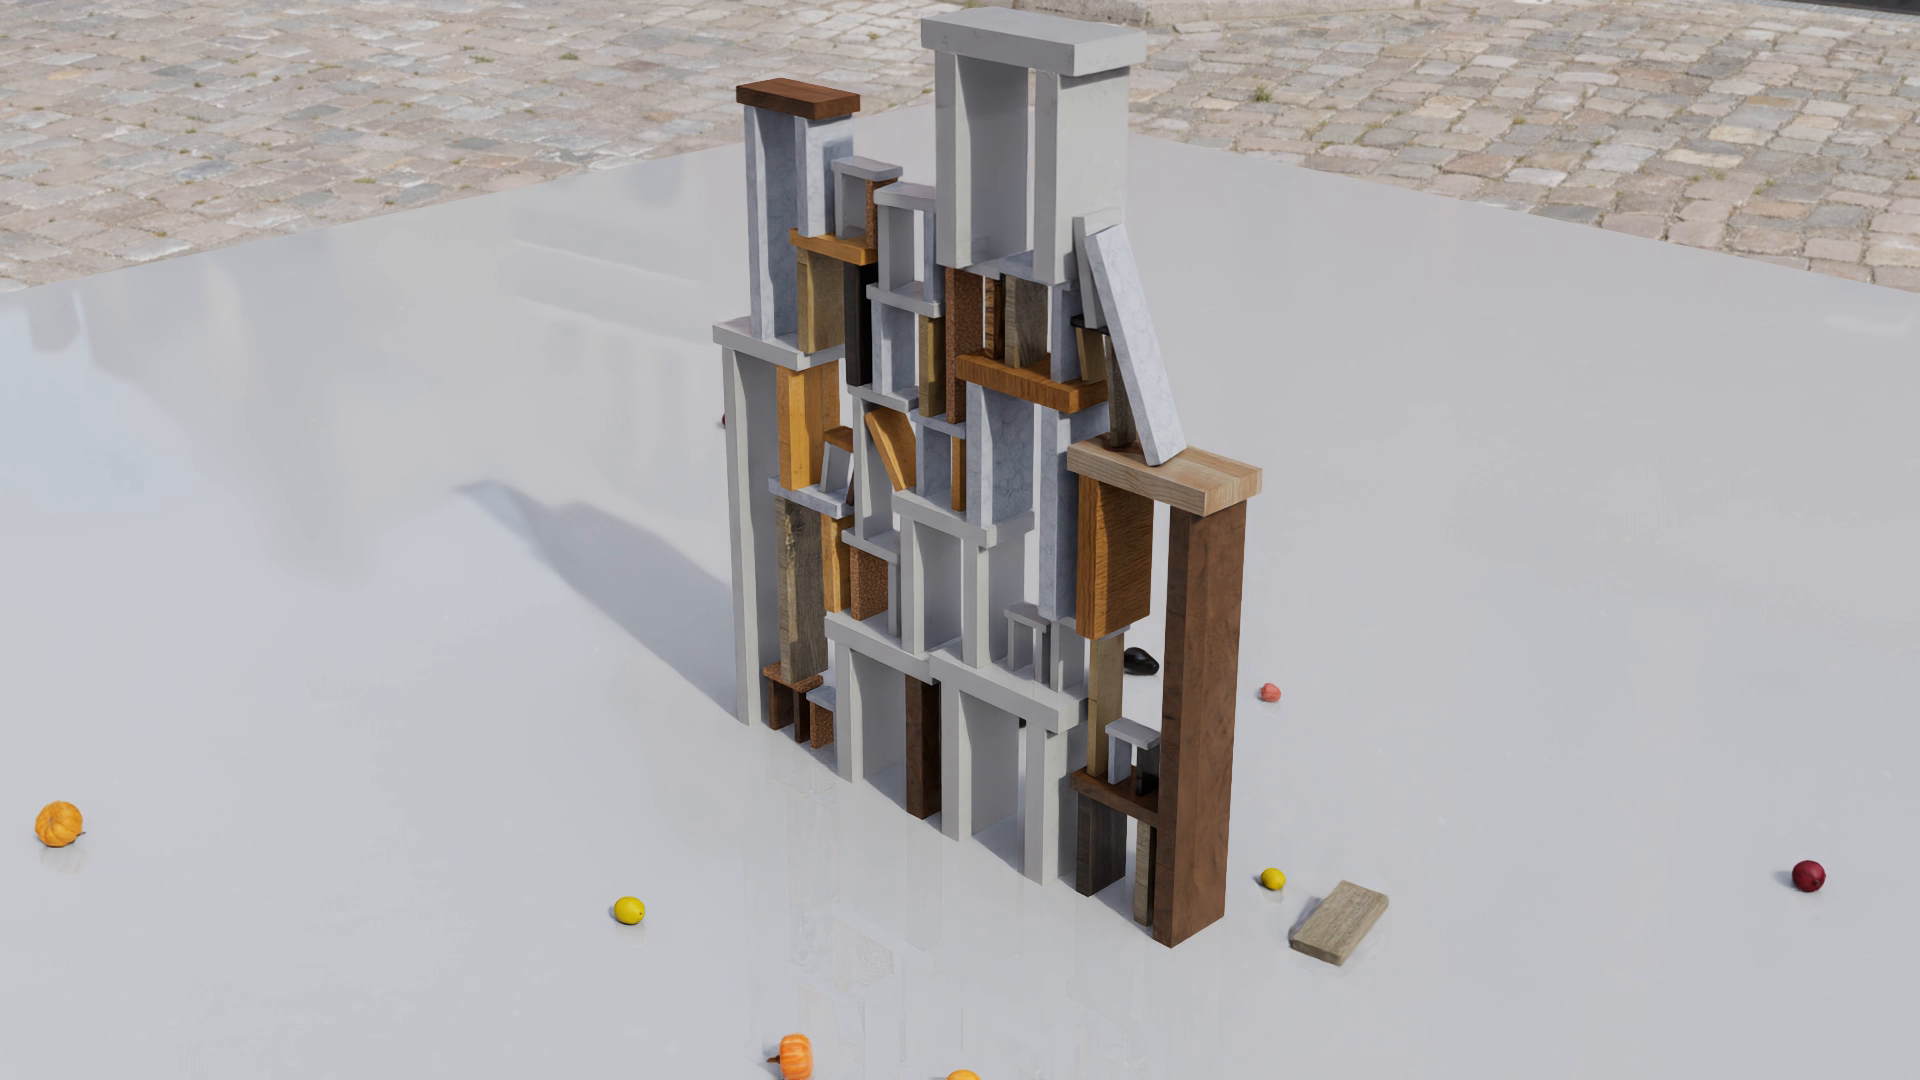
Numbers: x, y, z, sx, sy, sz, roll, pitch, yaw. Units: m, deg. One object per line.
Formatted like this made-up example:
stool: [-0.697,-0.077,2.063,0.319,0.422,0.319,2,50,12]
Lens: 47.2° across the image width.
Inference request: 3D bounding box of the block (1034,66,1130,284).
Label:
block: [0.206,-0.628,3.731,0.178,0.356,0.050,-21,31,-40]

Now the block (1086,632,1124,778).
block: [0.269,0.297,4.064,0.020,0.285,0.072,21,31,40]

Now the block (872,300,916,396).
block: [-0.126,-0.376,4.193,0.026,0.182,0.091,20,30,39]

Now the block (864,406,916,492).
block: [-0.120,-0.181,4.279,0.081,0.163,0.023,-21,-3,-41]

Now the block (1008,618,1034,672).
block: [0.115,0.191,4.181,0.015,0.108,0.054,21,31,41]

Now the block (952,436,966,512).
block: [0.018,-0.134,4.144,0.074,0.148,0.021,-21,31,-40]

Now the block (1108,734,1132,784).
block: [0.296,0.397,4.065,0.014,0.100,0.050,21,31,40]

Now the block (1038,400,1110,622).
block: [0.206,-0.064,3.976,0.039,0.408,0.139,21,31,41]

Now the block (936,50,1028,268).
block: [0.039,-0.684,3.888,0.178,0.377,0.050,-21,30,-40]

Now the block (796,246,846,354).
block: [-0.269,-0.482,4.321,0.106,0.211,0.030,-21,32,-40]

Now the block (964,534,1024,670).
block: [0.065,0.105,4.192,0.036,0.257,0.129,21,31,41]

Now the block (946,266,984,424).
block: [0.009,-0.367,4.065,0.022,0.301,0.076,21,31,41]

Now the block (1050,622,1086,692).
block: [0.201,0.206,4.099,0.020,0.144,0.072,21,31,41]

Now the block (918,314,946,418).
block: [-0.035,-0.336,4.123,0.091,0.199,0.026,-21,31,-40]

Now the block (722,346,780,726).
block: [-0.427,-0.013,4.686,0.037,0.863,0.131,21,31,41]

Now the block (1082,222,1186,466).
block: [0.298,-0.331,3.733,0.027,0.402,0.095,-8,14,37]

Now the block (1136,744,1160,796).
block: [0.344,0.415,4.024,0.014,0.100,0.050,21,31,40]

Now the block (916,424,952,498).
block: [-0.051,-0.161,4.208,0.074,0.148,0.021,-21,31,-40]

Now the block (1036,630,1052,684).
block: [0.166,0.211,4.134,0.015,0.108,0.054,21,31,41]

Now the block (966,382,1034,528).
block: [0.075,-0.174,4.071,0.139,0.278,0.039,-21,31,-41]

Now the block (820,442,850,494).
block: [-0.250,-0.152,4.435,0.058,0.115,0.016,-19,42,-38]

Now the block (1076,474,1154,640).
block: [0.278,0.011,3.928,0.154,0.308,0.044,-21,31,-41]

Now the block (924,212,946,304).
block: [-0.028,-0.526,4.029,0.024,0.171,0.086,21,31,40]

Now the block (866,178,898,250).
block: [-0.146,-0.617,4.124,0.018,0.130,0.065,21,31,40]

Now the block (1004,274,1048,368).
block: [0.119,-0.398,3.925,0.024,0.170,0.085,21,31,41]

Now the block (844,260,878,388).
block: [-0.173,-0.425,4.230,0.030,0.244,0.106,21,31,40]

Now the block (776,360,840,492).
block: [-0.305,-0.242,4.459,0.131,0.263,0.037,-20,30,-39]

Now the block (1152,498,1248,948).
block: [0.423,0.322,3.902,0.154,0.860,0.044,-21,31,-41]

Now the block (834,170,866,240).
block: [-0.206,-0.641,4.181,0.065,0.131,0.018,-20,30,-39]

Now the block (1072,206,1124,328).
block: [0.245,-0.466,3.756,0.095,0.191,0.027,-21,20,-40]

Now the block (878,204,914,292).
block: [-0.119,-0.559,4.106,0.024,0.171,0.085,14,27,29]

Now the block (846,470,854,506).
block: [-0.191,-0.125,4.384,0.058,0.115,0.016,-22,49,-41]

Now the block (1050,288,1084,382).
block: [0.198,-0.368,3.853,0.085,0.170,0.024,-20,30,-39]

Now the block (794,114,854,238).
block: [-0.257,-0.702,4.199,0.114,0.229,0.032,-20,30,-39]

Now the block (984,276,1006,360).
block: [0.080,-0.408,3.969,0.076,0.152,0.022,-21,30,-41]

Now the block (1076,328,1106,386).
block: [0.230,-0.326,3.842,0.051,0.102,0.014,-22,19,-41]

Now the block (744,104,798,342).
block: [-0.365,-0.633,4.347,0.114,0.470,0.032,-21,31,-41]

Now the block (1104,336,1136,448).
block: [0.279,-0.263,3.816,0.051,0.197,0.014,-21,24,-41]

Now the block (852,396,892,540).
block: [-0.172,-0.151,4.337,0.023,0.298,0.081,21,31,41]

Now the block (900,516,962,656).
block: [-0.056,0.071,4.310,0.129,0.287,0.036,-21,31,-40]

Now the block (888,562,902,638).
block: [-0.105,0.105,4.387,0.023,0.166,0.083,22,31,40]
